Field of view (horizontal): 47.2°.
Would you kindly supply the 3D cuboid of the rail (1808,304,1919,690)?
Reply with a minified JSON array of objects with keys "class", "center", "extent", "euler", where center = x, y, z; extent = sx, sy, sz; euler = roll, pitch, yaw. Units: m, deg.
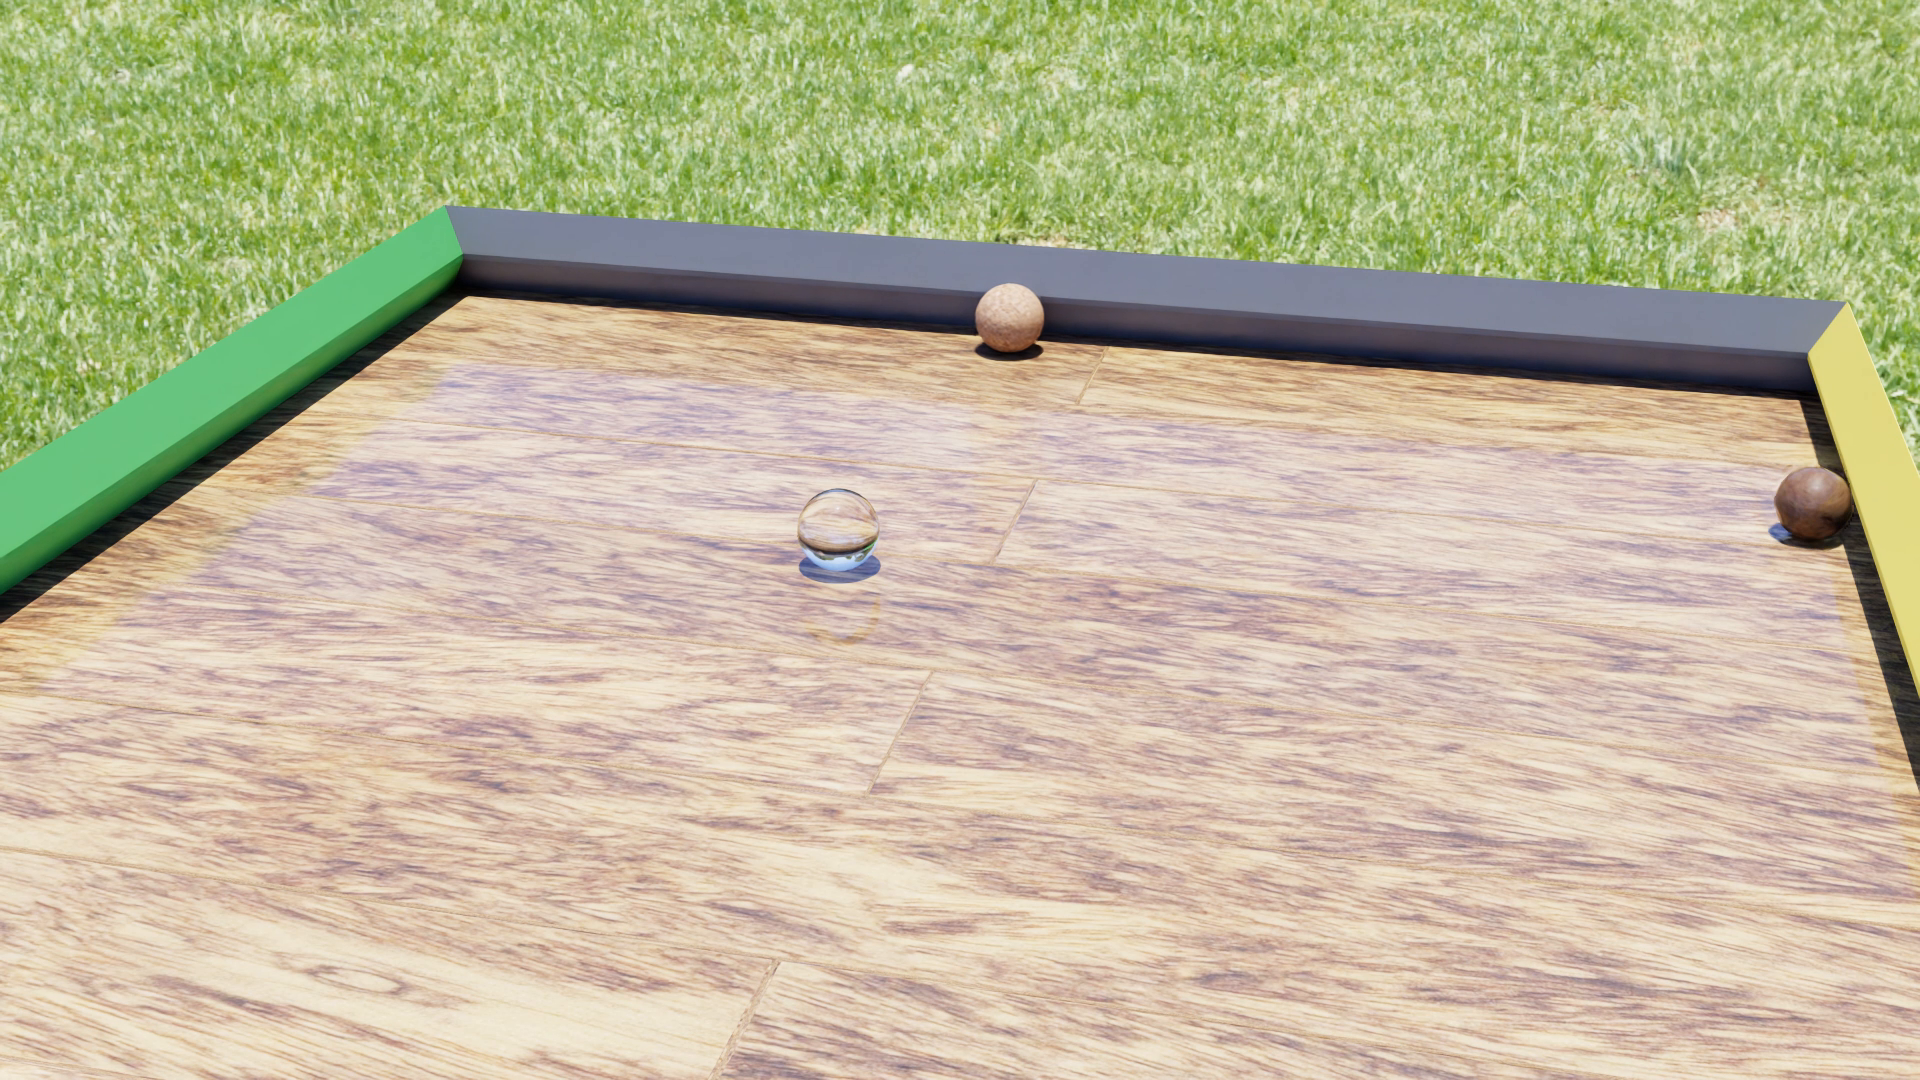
[{"class":"rail","center":[0.737,0.405,1.400],"extent":[0.045,0.123,3.276],"euler":[6,25,12]}]

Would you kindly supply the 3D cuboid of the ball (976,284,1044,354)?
[{"class":"ball","center":[0.068,-0.303,3.001],"extent":[0.094,0.094,0.094],"euler":[0,24,0]}]

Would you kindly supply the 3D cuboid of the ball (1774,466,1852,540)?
[{"class":"ball","center":[0.946,-0.041,2.438],"extent":[0.081,0.081,0.081],"euler":[0,24,0]}]

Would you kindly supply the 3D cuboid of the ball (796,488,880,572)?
[{"class":"ball","center":[-0.130,-0.011,2.362],"extent":[0.089,0.089,0.089],"euler":[0,24,0]}]

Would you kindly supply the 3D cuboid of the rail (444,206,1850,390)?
[{"class":"rail","center":[0.185,-0.334,3.033],"extent":[1.954,0.123,0.045],"euler":[6,25,12]}]

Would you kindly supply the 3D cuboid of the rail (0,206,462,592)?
[{"class":"rail","center":[-1.118,0.222,1.804],"extent":[0.045,0.123,3.276],"euler":[6,25,12]}]
